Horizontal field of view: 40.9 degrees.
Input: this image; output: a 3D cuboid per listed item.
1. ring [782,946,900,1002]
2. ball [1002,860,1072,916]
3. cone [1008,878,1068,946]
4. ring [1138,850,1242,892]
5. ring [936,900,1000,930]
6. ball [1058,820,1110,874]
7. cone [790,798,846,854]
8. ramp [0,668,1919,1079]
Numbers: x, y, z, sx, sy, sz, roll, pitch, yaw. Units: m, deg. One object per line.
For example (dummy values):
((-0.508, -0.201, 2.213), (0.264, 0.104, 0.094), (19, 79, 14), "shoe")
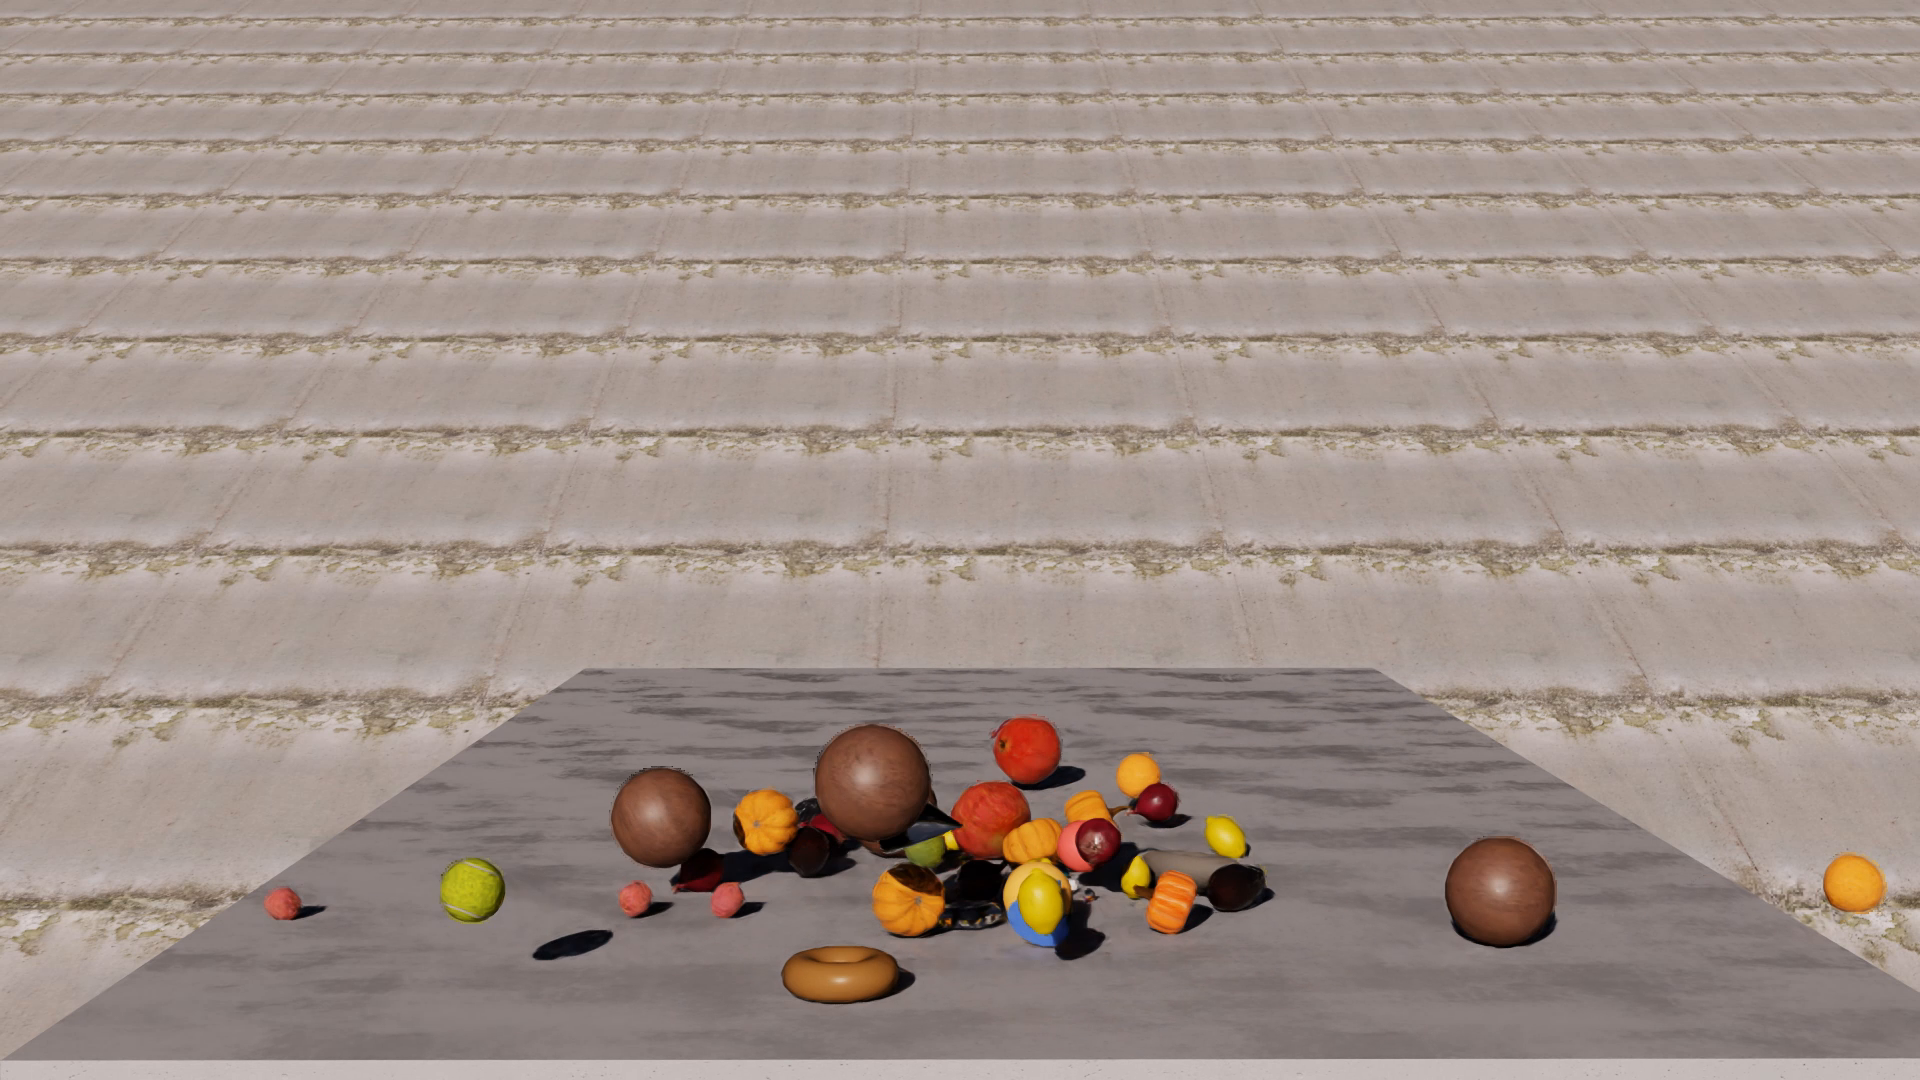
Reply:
((-0.131, 0.477, 2.827), (0.130, 0.043, 0.130), (-1, 3, 0), "ring")
((0.096, 0.438, 3.164), (0.086, 0.086, 0.086), (0, 22, 0), "ball")
((0.106, 0.430, 3.073), (0.077, 0.077, 0.077), (9, 39, 20), "cone")
((0.308, 0.443, 3.443), (0.139, 0.046, 0.139), (5, -3, 0), "ring")
((0.011, 0.466, 3.202), (0.080, 0.027, 0.080), (-5, 0, 0), "ring")
((0.164, 0.406, 3.406), (0.070, 0.070, 0.070), (0, 22, 0), "ball")
((-0.212, 0.436, 3.776), (0.081, 0.081, 0.081), (1, 29, 2), "cone")
((0.052, 0.468, 4.535), (2.000, 0.100, 4.000), (0, 3, 0), "ramp")
